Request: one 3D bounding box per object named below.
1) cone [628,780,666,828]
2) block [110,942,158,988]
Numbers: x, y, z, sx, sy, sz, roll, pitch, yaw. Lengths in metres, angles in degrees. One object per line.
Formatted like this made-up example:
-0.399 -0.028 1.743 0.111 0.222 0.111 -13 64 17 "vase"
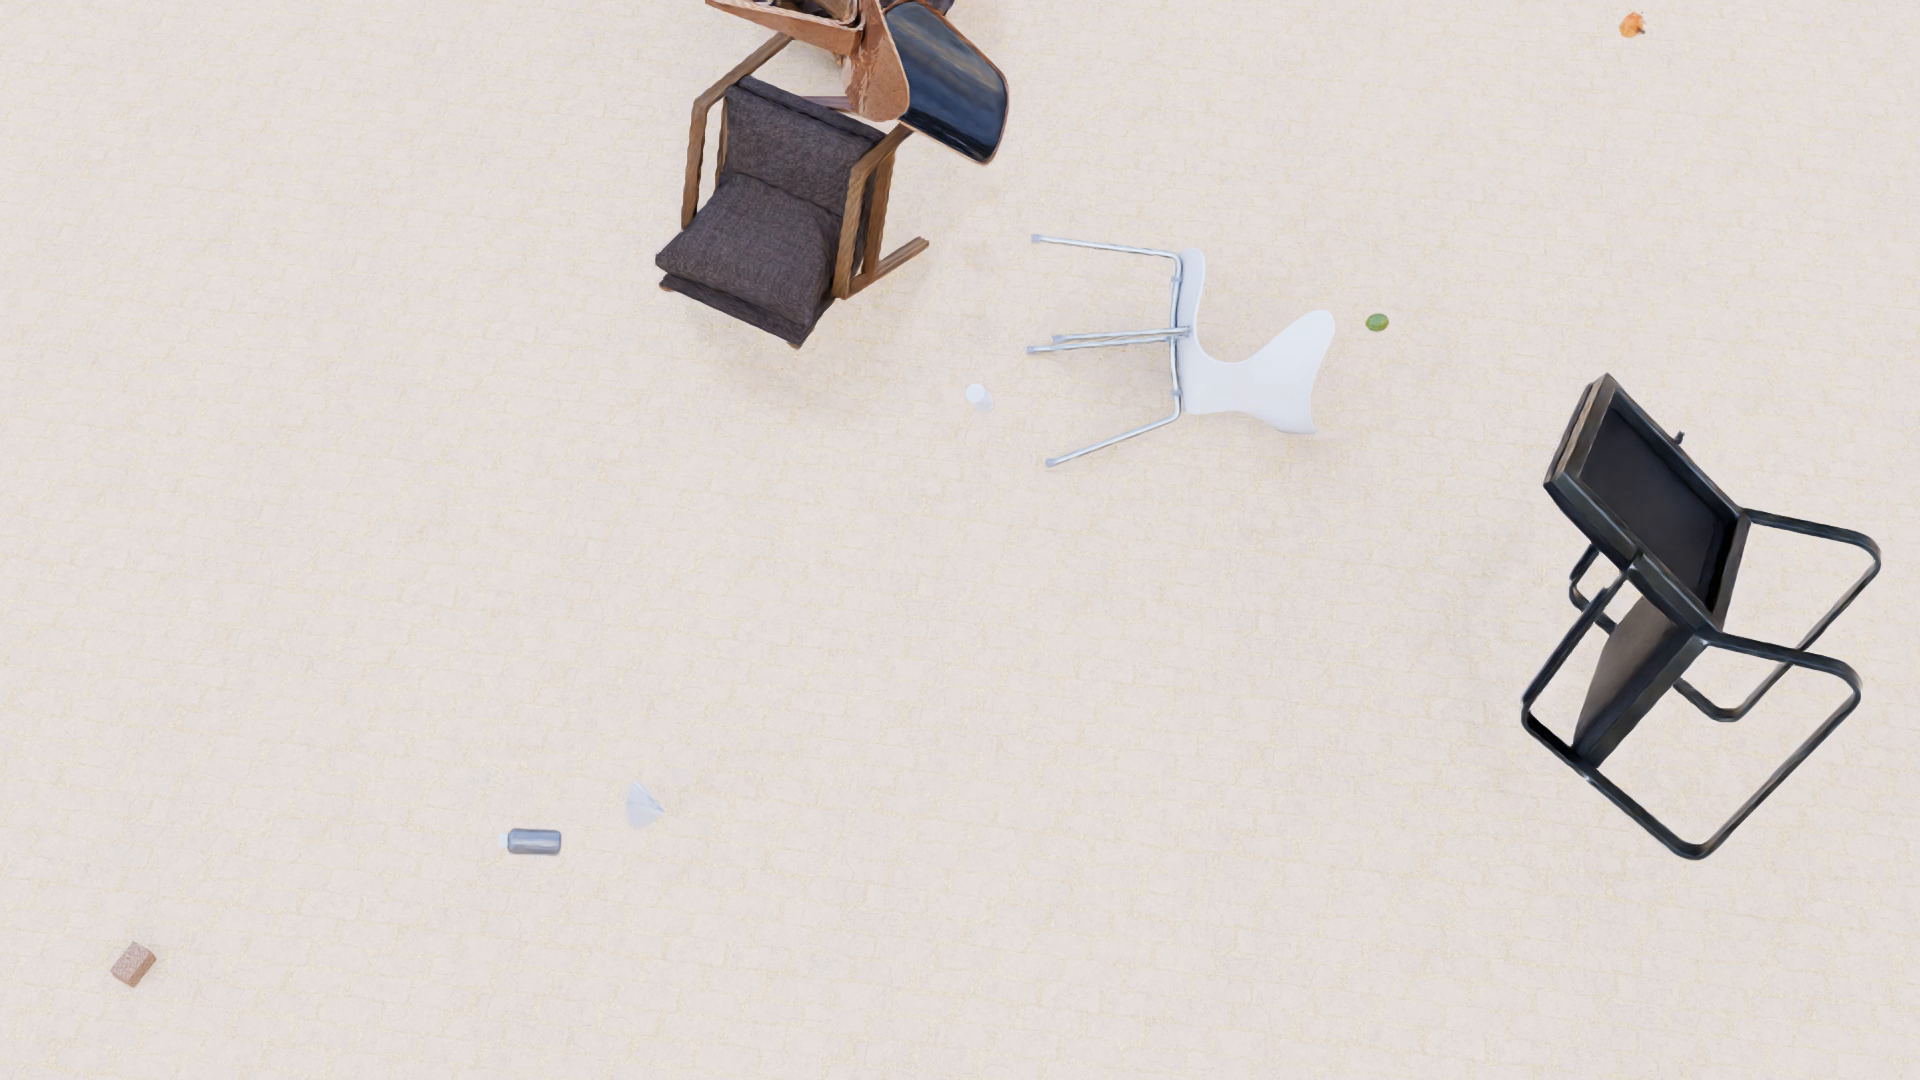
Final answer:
-0.836 0.728 5.973 0.087 0.177 0.104 14 50 17 "cone"
-2.177 1.118 5.793 0.061 0.050 0.094 24 59 15 "block"
